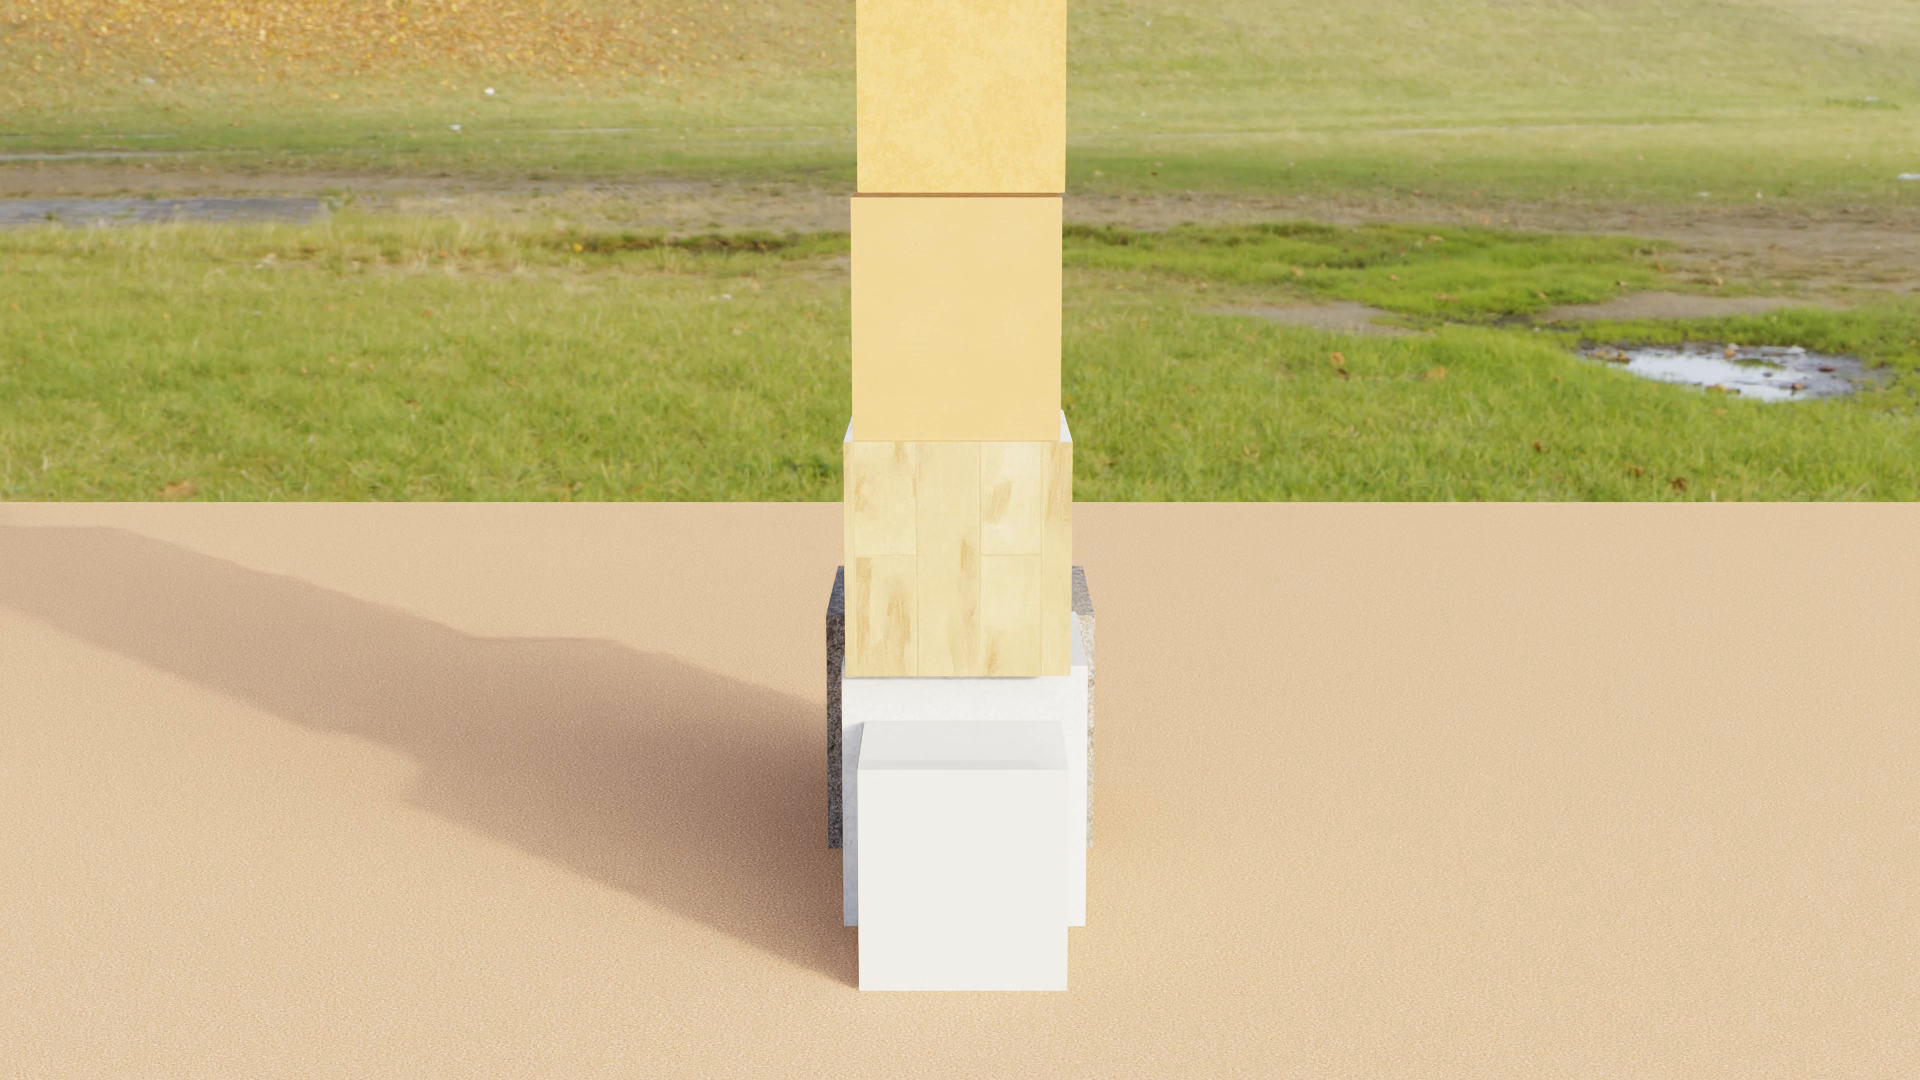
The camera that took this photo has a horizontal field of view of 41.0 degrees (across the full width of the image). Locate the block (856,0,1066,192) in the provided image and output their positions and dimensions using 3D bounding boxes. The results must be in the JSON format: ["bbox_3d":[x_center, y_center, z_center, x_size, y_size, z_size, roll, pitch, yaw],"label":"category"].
[{"bbox_3d":[0.006,-1.943,10.827,0.848,0.906,0.852,0,10,0],"label":"block"}]

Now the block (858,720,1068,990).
[{"bbox_3d":[0.012,1.245,10.245,0.807,0.884,0.756,0,10,0],"label":"block"}]

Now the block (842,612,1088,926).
[{"bbox_3d":[0.019,0.967,11.136,1.008,1.113,1.076,0,10,0],"label":"block"}]

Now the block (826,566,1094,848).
[{"bbox_3d":[0.002,0.772,12.262,1.214,1.094,1.189,0,10,0],"label":"block"}]

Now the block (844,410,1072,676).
[{"bbox_3d":[-0.008,-0.007,10.726,0.907,0.951,0.976,0,10,0],"label":"block"}]

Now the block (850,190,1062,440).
[{"bbox_3d":[-0.014,-0.952,10.587,0.828,0.958,0.934,0,10,0],"label":"block"}]
